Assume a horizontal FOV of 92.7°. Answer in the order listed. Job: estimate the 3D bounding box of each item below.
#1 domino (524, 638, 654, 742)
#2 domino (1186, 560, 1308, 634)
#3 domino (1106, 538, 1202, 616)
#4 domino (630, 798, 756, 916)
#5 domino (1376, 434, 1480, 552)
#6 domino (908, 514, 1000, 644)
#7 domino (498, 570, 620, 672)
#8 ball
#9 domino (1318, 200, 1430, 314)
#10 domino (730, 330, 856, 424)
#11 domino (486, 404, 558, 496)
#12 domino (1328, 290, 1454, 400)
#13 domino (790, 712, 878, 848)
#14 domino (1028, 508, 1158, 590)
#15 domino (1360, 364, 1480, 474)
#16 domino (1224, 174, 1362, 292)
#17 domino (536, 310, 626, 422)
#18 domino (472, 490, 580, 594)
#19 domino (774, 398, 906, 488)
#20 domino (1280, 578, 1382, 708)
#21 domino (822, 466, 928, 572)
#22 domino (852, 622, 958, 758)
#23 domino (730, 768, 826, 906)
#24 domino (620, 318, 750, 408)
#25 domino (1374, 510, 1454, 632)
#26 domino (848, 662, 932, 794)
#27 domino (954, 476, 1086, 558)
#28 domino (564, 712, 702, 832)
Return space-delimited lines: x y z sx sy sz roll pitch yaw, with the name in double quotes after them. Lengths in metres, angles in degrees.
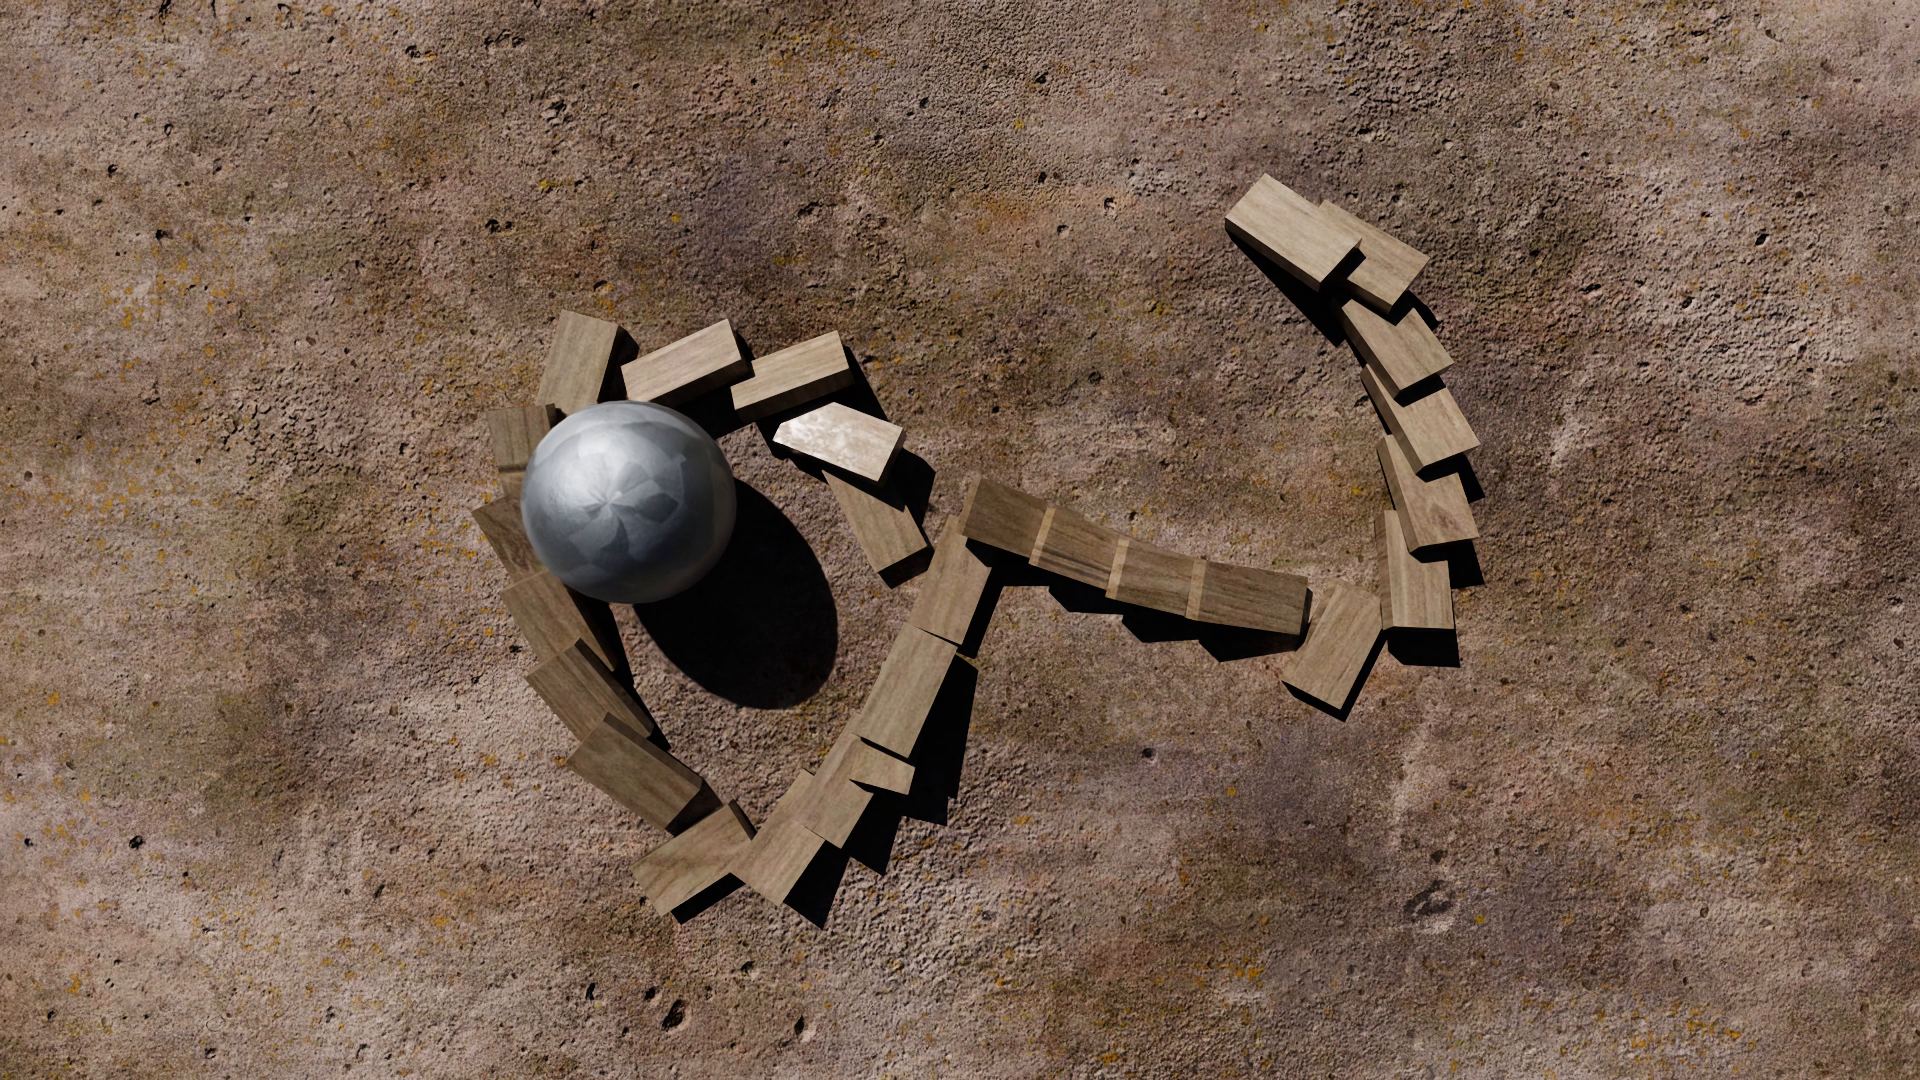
-0.156 0.069 0.388 0.025 0.009 0.050 -34 106 1 "domino"
0.122 0.024 0.388 0.050 0.009 0.025 9 90 -17 "domino"
0.089 0.018 0.388 0.050 0.010 0.025 14 90 -17 "domino"
-0.113 0.137 0.395 0.050 0.010 0.025 -33 90 0 "domino"
0.197 -0.022 0.388 0.025 0.009 0.050 -9 73 0 "domino"
-0.002 0.017 0.395 0.025 0.010 0.050 21 90 0 "domino"
-0.169 0.038 0.388 0.025 0.009 0.050 -24 107 0 "domino"
-0.129 -0.015 0.360 0.080 0.080 0.080 0 90 0 "ball"
0.168 -0.120 0.388 0.050 0.009 0.025 39 90 18 "domino"
-0.072 -0.069 0.389 0.050 0.010 0.025 -20 54 0 "domino"
-0.181 -0.031 0.389 0.025 0.010 0.050 -6 104 0 "domino"
0.182 -0.087 0.388 0.025 0.010 0.050 -27 73 0 "domino"
-0.048 0.101 0.388 0.025 0.009 0.050 32 73 0 "domino"
0.057 0.006 0.388 0.050 0.010 0.025 19 90 -17 "domino"
0.194 -0.056 0.388 0.025 0.010 0.050 -21 73 0 "domino"
0.140 -0.130 0.387 0.050 0.010 0.025 43 92 19 "domino"
-0.164 -0.071 0.395 0.025 0.010 0.050 16 90 0 "domino"
-0.180 0.004 0.388 0.025 0.009 0.050 -24 106 1 "domino"
-0.051 -0.043 0.388 0.050 0.010 0.025 22 79 13 "domino"
0.162 0.044 0.395 0.025 0.009 0.050 27 90 0 "domino"
-0.037 -0.014 0.395 0.025 0.010 0.050 -28 90 0 "domino"
-0.023 0.063 0.383 0.025 0.009 0.050 26 72 -2 "domino"
-0.072 0.125 0.389 0.025 0.009 0.050 36 75 0 "domino"
-0.117 -0.072 0.390 0.050 0.010 0.025 -24 60 0 "domino"
0.192 0.013 0.389 0.025 0.009 0.050 3 75 0 "domino"
-0.028 0.079 0.387 0.025 0.010 0.050 17 73 -5 "domino"
0.026 -0.007 0.387 0.050 0.009 0.025 18 90 -20 "domino"
-0.138 0.098 0.388 0.050 0.009 0.025 41 94 -15 "domino"
